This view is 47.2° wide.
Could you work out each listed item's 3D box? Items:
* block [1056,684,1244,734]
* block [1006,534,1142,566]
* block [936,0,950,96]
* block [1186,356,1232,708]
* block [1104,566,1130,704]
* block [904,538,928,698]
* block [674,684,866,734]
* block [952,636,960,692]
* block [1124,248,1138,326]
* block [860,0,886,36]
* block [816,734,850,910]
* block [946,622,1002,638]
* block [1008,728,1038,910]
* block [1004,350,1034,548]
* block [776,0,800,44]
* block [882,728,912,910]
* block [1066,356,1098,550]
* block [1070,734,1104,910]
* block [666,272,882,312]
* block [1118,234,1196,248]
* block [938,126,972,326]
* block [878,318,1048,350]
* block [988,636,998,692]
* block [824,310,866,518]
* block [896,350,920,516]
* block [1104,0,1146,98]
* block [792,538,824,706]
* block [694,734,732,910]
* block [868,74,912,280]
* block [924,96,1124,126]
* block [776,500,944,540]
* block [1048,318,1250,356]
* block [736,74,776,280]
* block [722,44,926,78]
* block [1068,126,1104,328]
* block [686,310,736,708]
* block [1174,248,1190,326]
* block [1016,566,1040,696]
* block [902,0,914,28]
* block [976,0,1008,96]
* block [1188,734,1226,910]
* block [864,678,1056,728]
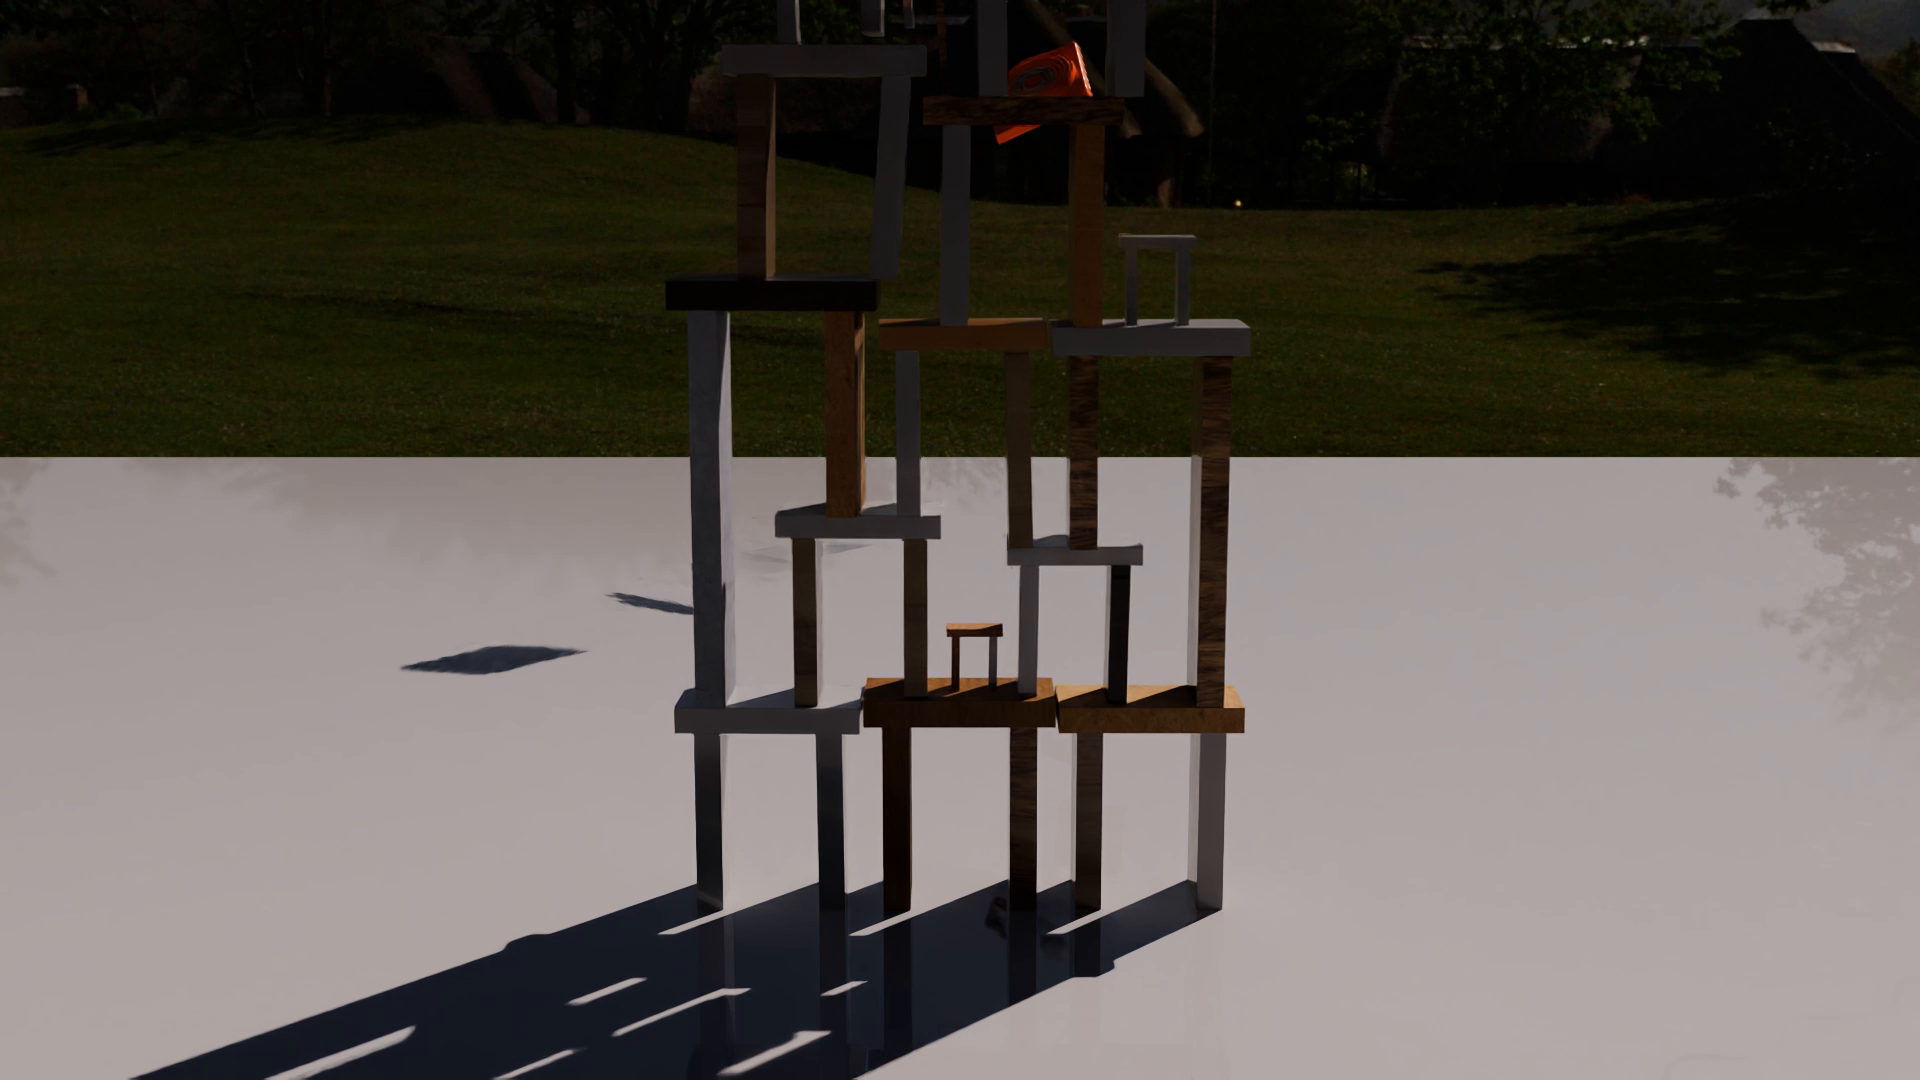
[{"bbox_3d":[0.309,0.277,3.609,0.298,0.042,0.149,0,11,0],"label":"block"},{"bbox_3d":[0.184,0.016,3.561,0.216,0.031,0.108,0,11,0],"label":"block"},{"bbox_3d":[-0.027,-0.771,3.403,0.013,0.167,0.045,-4,11,1],"label":"block"},{"bbox_3d":[0.402,-0.023,3.557,0.044,0.567,0.154,0,11,0],"label":"block"},{"bbox_3d":[0.256,0.143,3.587,0.031,0.228,0.108,1,11,0],"label":"block"},{"bbox_3d":[-0.072,0.114,3.581,0.037,0.263,0.131,0,11,-1],"label":"block"},{"bbox_3d":[-0.308,0.277,3.605,0.298,0.042,0.149,0,11,1],"label":"block"},{"bbox_3d":[-0.007,0.198,3.600,0.013,0.091,0.045,0,11,0],"label":"block"},{"bbox_3d":[0.270,-0.403,3.472,0.017,0.120,0.060,-1,13,2],"label":"block"},{"bbox_3d":[-0.133,-0.888,3.404,0.029,0.204,0.102,2,9,3],"label":"block"},{"bbox_3d":[-0.210,0.444,3.638,0.042,0.298,0.149,0,11,0],"label":"block"},{"bbox_3d":[0.024,0.147,3.590,0.091,0.013,0.045,0,11,0],"label":"block"},{"bbox_3d":[0.103,0.439,3.637,0.044,0.309,0.154,0,11,0],"label":"block"},{"bbox_3d":[0.093,-0.155,3.528,0.037,0.316,0.131,-2,11,0],"label":"block"},{"bbox_3d":[-0.269,-0.870,3.399,0.029,0.204,0.102,-2,8,-1],"label":"block"},{"bbox_3d":[-0.103,0.439,3.637,0.044,0.309,0.154,0,11,0],"label":"block"},{"bbox_3d":[0.195,-0.150,3.526,0.044,0.308,0.154,0,11,1],"label":"block"},{"bbox_3d":[0.209,0.444,3.639,0.042,0.298,0.149,0,11,0],"label":"block"},{"bbox_3d":[-0.291,-0.393,3.478,0.325,0.046,0.162,0,11,1],"label":"block"},{"bbox_3d":[0.310,-0.470,3.459,0.120,0.017,0.060,1,13,2],"label":"block"},{"bbox_3d":[-0.010,-0.496,3.459,0.043,0.306,0.153,1,11,-2],"label":"block"},{"bbox_3d":[0.003,-0.327,3.490,0.263,0.037,0.131,-1,11,-2],"label":"block"},{"bbox_3d":[0.053,0.198,3.600,0.013,0.091,0.045,1,11,-1],"label":"block"},{"bbox_3d":[-0.182,-0.210,3.508,0.046,0.325,0.162,1,11,3],"label":"block"},{"bbox_3d":[-0.083,-0.179,3.514,0.037,0.263,0.131,0,11,-1],"label":"block"},{"bbox_3d":[0.257,-0.843,3.398,0.044,0.310,0.155,0,11,-2],"label":"block"},{"bbox_3d":[-0.247,0.120,3.580,0.037,0.275,0.131,0,11,1],"label":"block"},{"bbox_3d":[-0.407,0.444,3.638,0.042,0.298,0.149,0,11,0],"label":"block"},{"bbox_3d":[-0.109,-0.569,3.455,0.044,0.310,0.155,4,10,-2],"label":"block"},{"bbox_3d":[0.096,-0.668,3.428,0.306,0.043,0.153,0,11,-1],"label":"block"},{"bbox_3d":[-0.160,-0.033,3.550,0.263,0.037,0.131,0,11,2],"label":"block"},{"bbox_3d":[0.298,-0.323,3.494,0.308,0.044,0.154,0,11,0],"label":"block"},{"bbox_3d":[-0.319,-0.570,3.452,0.044,0.310,0.155,1,11,1],"label":"block"},{"bbox_3d":[-0.209,-0.745,3.423,0.310,0.044,0.155,0,10,-1],"label":"block"},{"bbox_3d":[0.197,-0.496,3.462,0.043,0.308,0.153,0,11,-1],"label":"block"},{"bbox_3d":[-0.399,-0.058,3.546,0.046,0.637,0.162,0,10,1],"label":"block"},{"bbox_3d":[0.351,-0.402,3.471,0.017,0.120,0.060,0,12,0],"label":"block"},{"bbox_3d":[0.110,0.137,3.585,0.031,0.216,0.108,1,11,0],"label":"block"},{"bbox_3d":[-0.081,-0.839,3.402,0.013,0.091,0.045,-4,10,3],"label":"block"},{"bbox_3d":[0.047,-0.842,3.392,0.044,0.311,0.155,-1,11,-1],"label":"block"},{"bbox_3d":[0.408,0.444,3.640,0.042,0.298,0.149,0,11,0],"label":"block"},{"bbox_3d":[-0.001,0.266,3.604,0.309,0.044,0.154,0,11,0],"label":"block"}]
